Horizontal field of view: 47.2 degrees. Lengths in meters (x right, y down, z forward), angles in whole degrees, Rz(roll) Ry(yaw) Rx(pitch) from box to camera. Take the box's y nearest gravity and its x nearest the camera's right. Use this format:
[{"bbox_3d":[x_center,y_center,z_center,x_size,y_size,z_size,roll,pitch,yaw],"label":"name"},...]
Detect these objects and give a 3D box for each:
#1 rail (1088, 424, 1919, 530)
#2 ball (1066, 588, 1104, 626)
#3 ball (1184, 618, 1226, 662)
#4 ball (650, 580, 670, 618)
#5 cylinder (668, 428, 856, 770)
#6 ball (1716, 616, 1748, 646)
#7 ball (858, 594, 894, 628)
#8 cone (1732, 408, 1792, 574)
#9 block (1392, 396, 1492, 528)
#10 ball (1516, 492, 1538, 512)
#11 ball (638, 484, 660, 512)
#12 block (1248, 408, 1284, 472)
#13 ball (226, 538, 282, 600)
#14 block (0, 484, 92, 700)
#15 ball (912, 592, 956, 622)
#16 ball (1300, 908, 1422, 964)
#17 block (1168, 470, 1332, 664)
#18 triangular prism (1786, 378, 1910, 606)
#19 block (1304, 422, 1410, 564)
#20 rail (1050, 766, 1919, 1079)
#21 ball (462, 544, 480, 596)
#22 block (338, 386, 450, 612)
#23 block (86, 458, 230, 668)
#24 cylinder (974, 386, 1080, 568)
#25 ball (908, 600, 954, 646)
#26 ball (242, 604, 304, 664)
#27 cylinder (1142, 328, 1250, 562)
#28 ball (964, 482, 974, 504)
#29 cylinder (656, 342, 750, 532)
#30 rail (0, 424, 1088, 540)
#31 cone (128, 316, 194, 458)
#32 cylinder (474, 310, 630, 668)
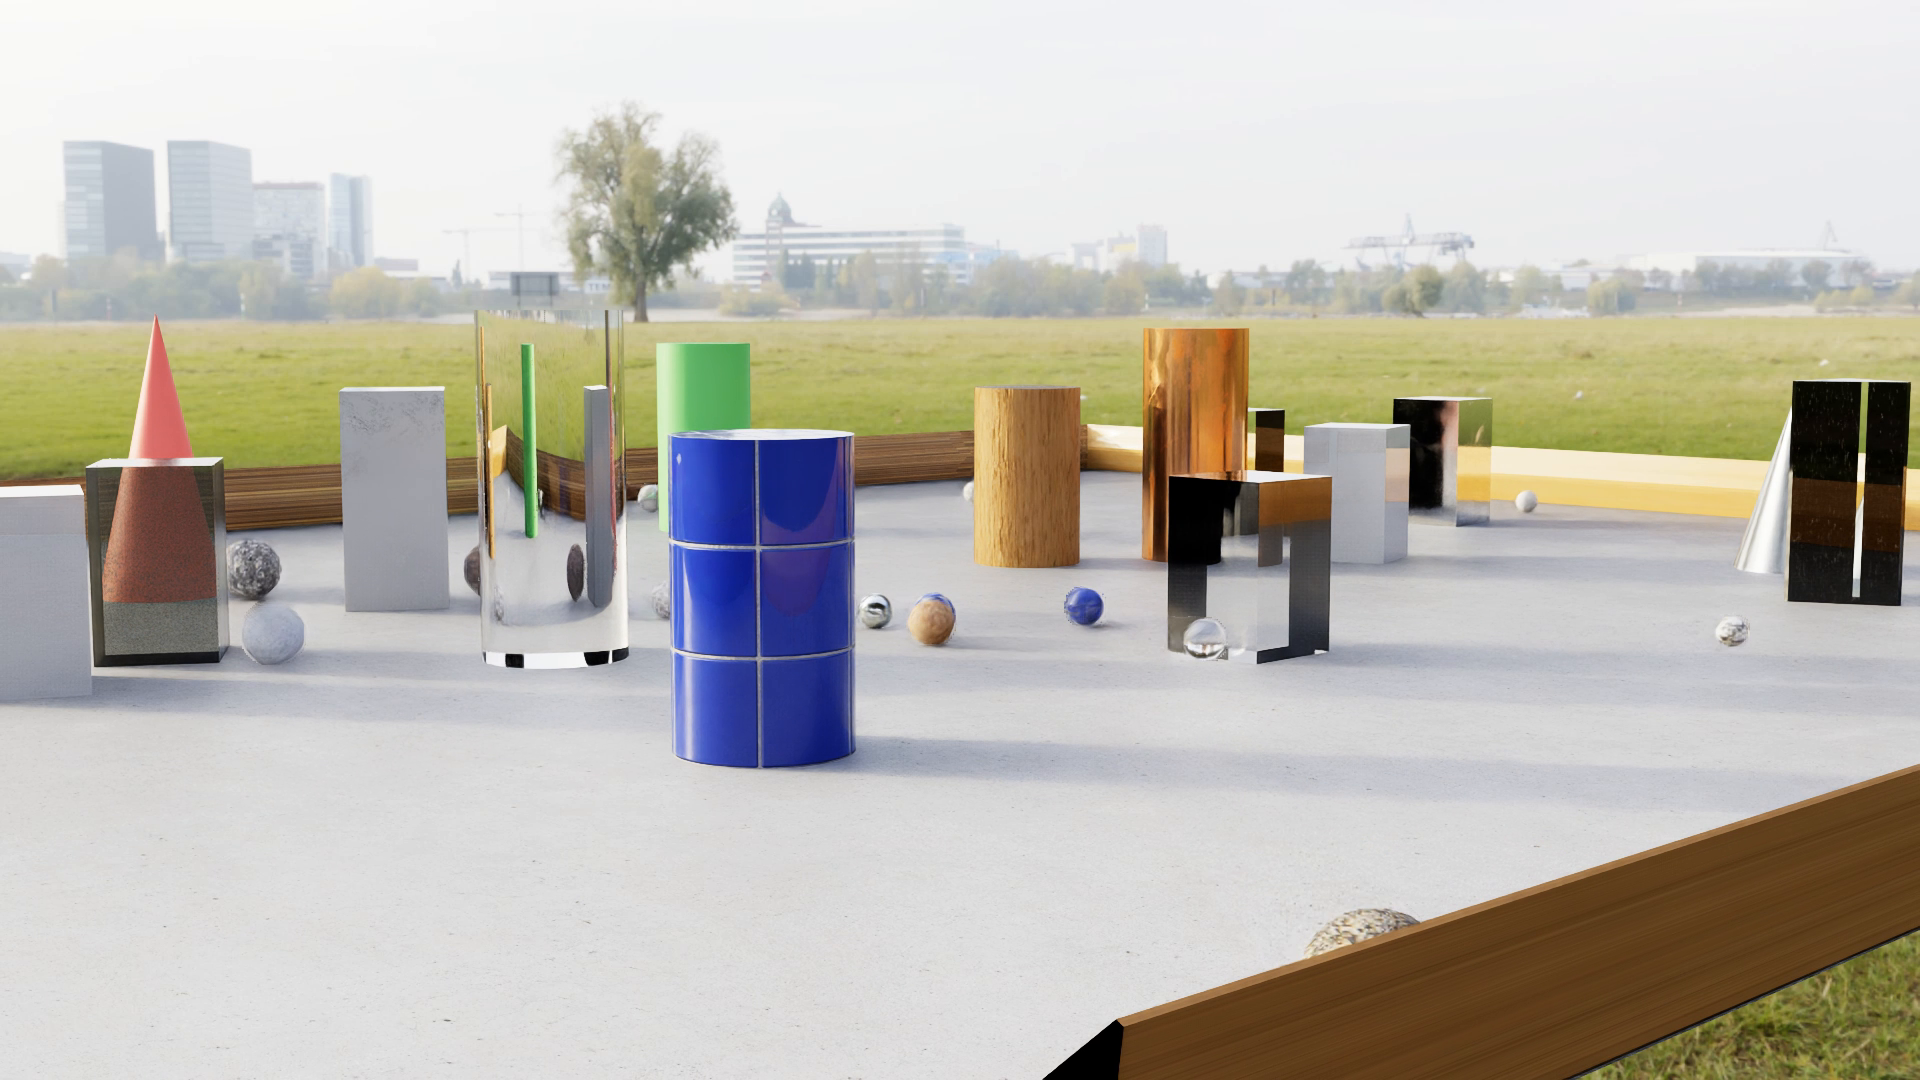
[{"bbox_3d":[1.533,-0.118,4.739,0.045,0.120,3.540,-6,8,-42],"label":"rail"},{"bbox_3d":[0.176,0.093,3.078,0.053,0.053,0.053,0,6,0],"label":"ball"},{"bbox_3d":[0.308,0.126,2.767,0.053,0.053,0.053,0,6,0],"label":"ball"},{"bbox_3d":[-0.416,0.085,3.152,0.054,0.054,0.054,0,6,0],"label":"ball"},{"bbox_3d":[-0.197,0.053,2.197,0.185,0.318,0.185,0,6,0],"label":"cylinder"},{"bbox_3d":[1.014,0.119,2.887,0.041,0.041,0.041,0,6,0],"label":"ball"},{"bbox_3d":[-0.117,0.098,3.050,0.049,0.049,0.049,0,6,0],"label":"ball"},{"bbox_3d":[1.415,-0.102,3.732,0.185,0.302,0.185,0,6,0],"label":"cone"},{"bbox_3d":[0.994,-0.164,4.536,0.148,0.256,0.148,5,8,40],"label":"block"},{"bbox_3d":[1.225,-0.081,4.751,0.046,0.046,0.046,0,6,0],"label":"ball"},{"bbox_3d":[-0.668,-0.091,4.772,0.061,0.061,0.061,0,6,0],"label":"ball"},{"bbox_3d":[0.538,-0.139,4.370,0.148,0.241,0.148,-5,8,-37],"label":"block"},{"bbox_3d":[-1.083,0.044,3.352,0.092,0.092,0.092,0,6,0],"label":"ball"},{"bbox_3d":[-1.095,0.059,2.554,0.148,0.231,0.148,-3,7,-23],"label":"block"},{"bbox_3d":[-0.036,0.102,2.961,0.061,0.061,0.061,0,6,0],"label":"ball"},{"bbox_3d":[0.245,0.263,1.293,0.092,0.092,0.092,0,6,0],"label":"ball"},{"bbox_3d":[0.373,0.031,2.835,0.148,0.228,0.148,-6,8,-43],"label":"block"},{"bbox_3d":[1.349,-0.077,3.351,0.160,0.333,0.139,2,6,20],"label":"triangular prism"},{"bbox_3d":[0.702,-0.085,3.895,0.148,0.235,0.148,3,7,27],"label":"block"},{"bbox_3d":[1.184,0.167,2.056,4.218,0.120,0.045,-6,8,-42],"label":"rail"},{"bbox_3d":[-0.716,0.045,3.366,0.087,0.087,0.087,0,6,0],"label":"ball"},{"bbox_3d":[-0.842,-0.064,3.285,0.148,0.322,0.148,-1,6,-12],"label":"block"},{"bbox_3d":[-1.017,0.025,2.797,0.148,0.248,0.148,-1,6,-13],"label":"block"},{"bbox_3d":[0.117,-0.114,3.829,0.185,0.305,0.185,0,6,0],"label":"cylinder"},{"bbox_3d":[-0.038,0.109,2.899,0.060,0.060,0.060,0,6,0],"label":"ball"},{"bbox_3d":[-0.857,0.117,2.745,0.075,0.075,0.075,0,6,0],"label":"ball"},{"bbox_3d":[0.415,-0.171,3.886,0.185,0.406,0.185,0,6,0],"label":"cylinder"},{"bbox_3d":[0.032,-0.107,4.976,0.049,0.049,0.049,0,6,0],"label":"ball"},{"bbox_3d":[-0.511,-0.207,4.399,0.185,0.371,0.185,0,6,0],"label":"cylinder"},{"bbox_3d":[-1.184,-0.104,4.608,4.218,0.120,0.045,-6,8,-42],"label":"rail"},{"bbox_3d":[-1.245,-0.137,3.427,0.185,0.436,0.185,0,6,0],"label":"cone"},{"bbox_3d":[-0.515,-0.070,2.780,0.185,0.440,0.185,0,6,0],"label":"cylinder"}]
